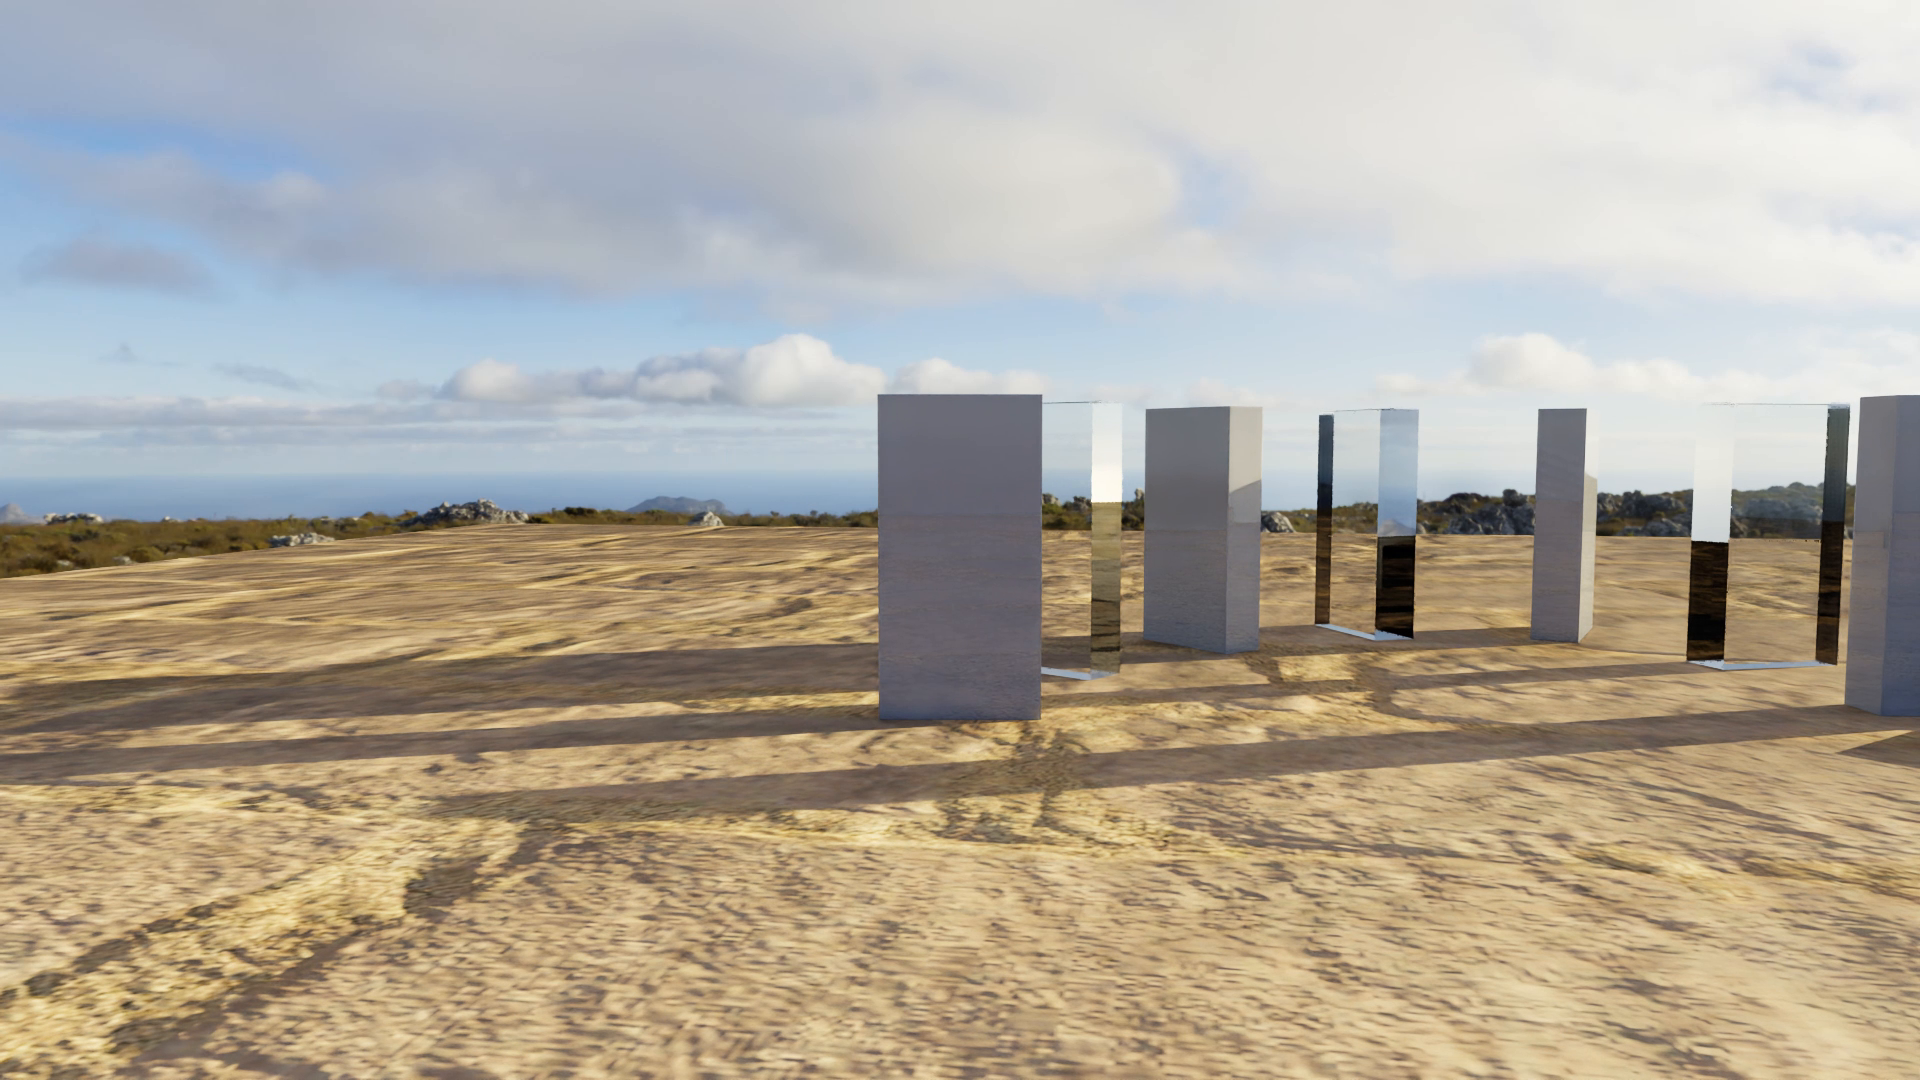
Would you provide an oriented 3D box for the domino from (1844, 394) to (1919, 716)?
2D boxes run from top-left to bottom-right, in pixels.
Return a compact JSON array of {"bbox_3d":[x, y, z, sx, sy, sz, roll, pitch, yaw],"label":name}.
[{"bbox_3d":[0.157,0.002,0.202,0.025,0.050,0.009,0,4,5],"label":"domino"}]

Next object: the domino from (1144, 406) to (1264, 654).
[{"bbox_3d":[0.051,-0.003,0.270,0.009,0.050,0.025,-3,5,-33],"label":"domino"}]

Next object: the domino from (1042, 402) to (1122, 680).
[{"bbox_3d":[0.017,-0.001,0.241,0.025,0.050,0.009,4,6,41],"label":"domino"}]

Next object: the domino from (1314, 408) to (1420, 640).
[{"bbox_3d":[0.091,-0.004,0.290,0.010,0.050,0.025,-1,4,-15],"label":"domino"}]

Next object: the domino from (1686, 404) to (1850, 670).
[{"bbox_3d":[0.155,-0.001,0.247,0.025,0.050,0.009,-1,4,-10],"label":"domino"}]

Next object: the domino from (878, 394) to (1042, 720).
[{"bbox_3d":[0.000,0.002,0.201,0.025,0.050,0.009,0,4,0],"label":"domino"}]

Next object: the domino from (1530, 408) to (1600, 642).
[{"bbox_3d":[0.135,-0.004,0.286,0.009,0.050,0.025,3,5,32],"label":"domino"}]
